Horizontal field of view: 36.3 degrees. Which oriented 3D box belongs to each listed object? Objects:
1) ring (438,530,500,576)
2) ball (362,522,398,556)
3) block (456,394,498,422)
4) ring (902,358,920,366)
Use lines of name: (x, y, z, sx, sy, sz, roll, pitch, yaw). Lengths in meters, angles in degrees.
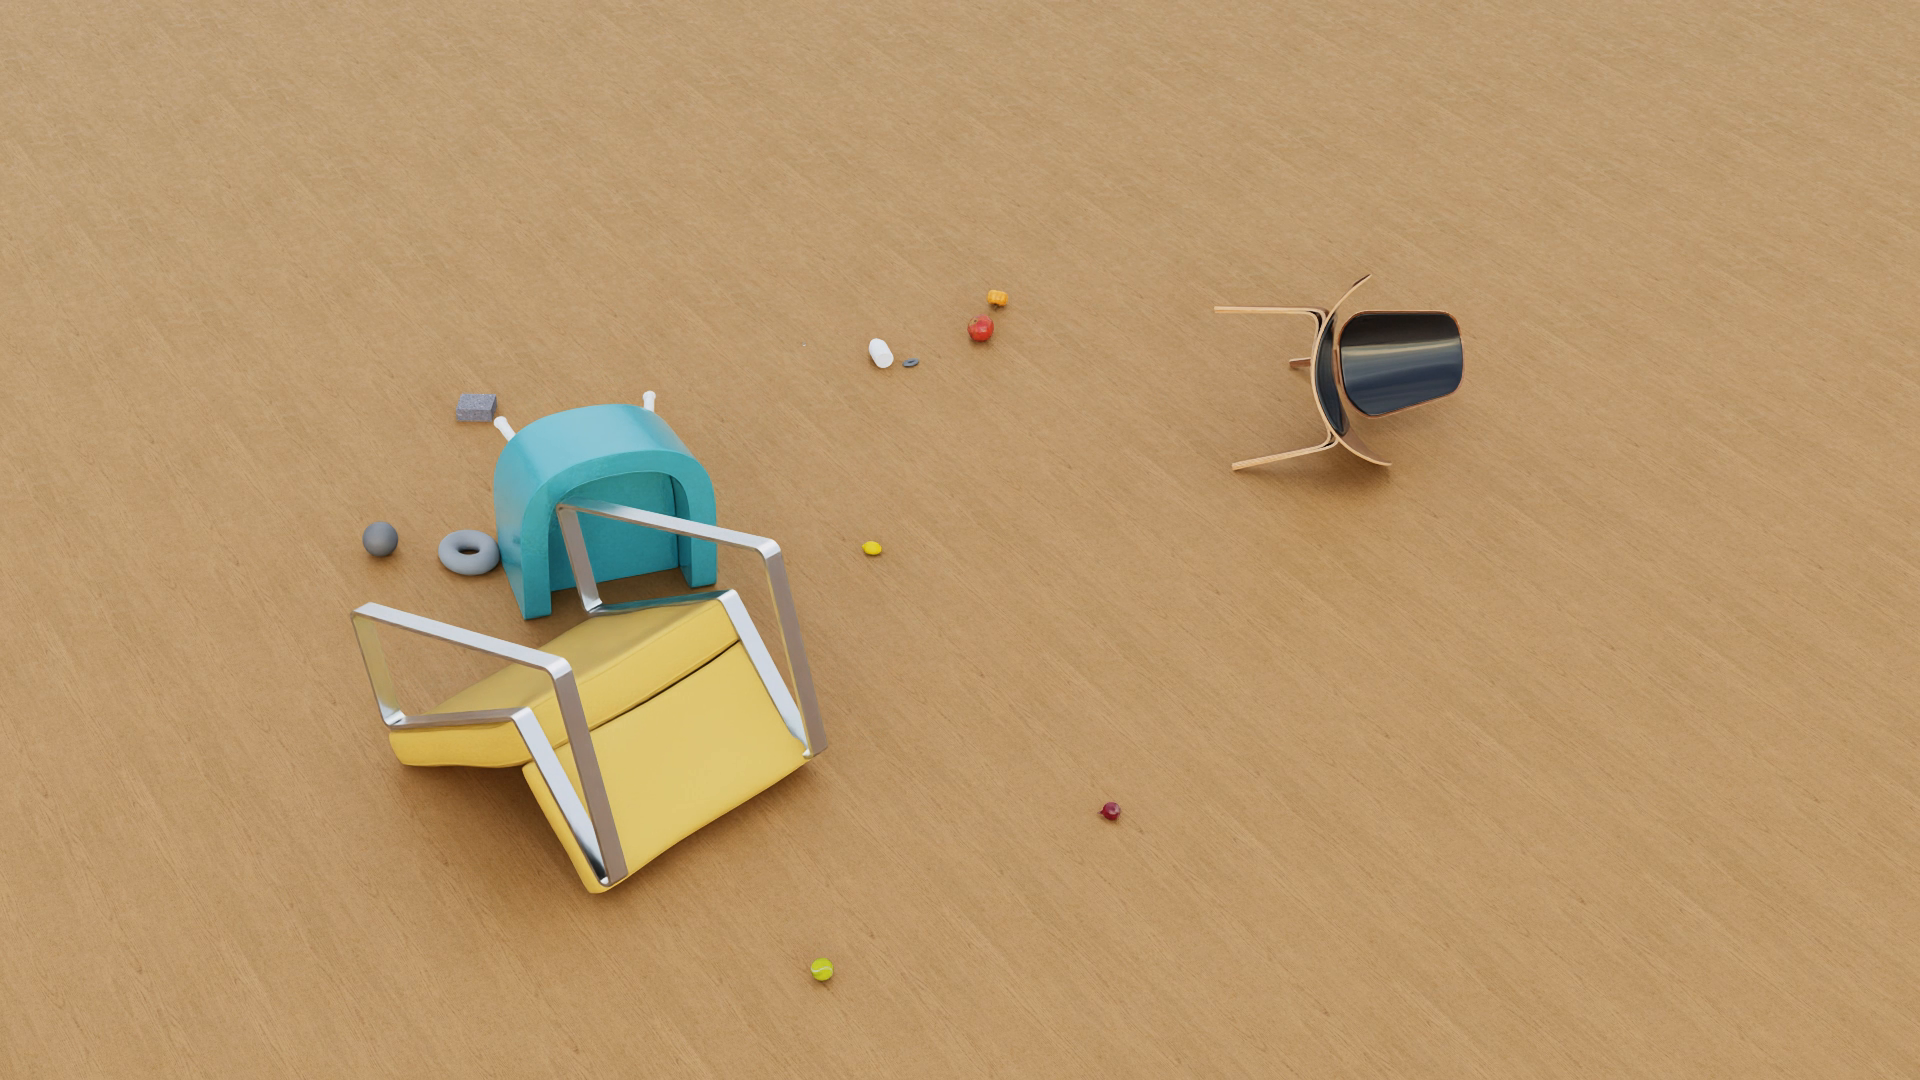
ring: (-1.809, 0.045, 10.812, 0.217, 0.072, 0.271, -22, 39, -28)
ball: (-2.141, -0.003, 10.830, 0.131, 0.131, 0.131, 0, 33, 0)
block: (-1.928, -0.529, 11.697, 0.140, 0.054, 0.123, 1, 33, 2)
ring: (-0.202, -0.728, 12.035, 0.078, 0.016, 0.046, -20, 37, -28)
